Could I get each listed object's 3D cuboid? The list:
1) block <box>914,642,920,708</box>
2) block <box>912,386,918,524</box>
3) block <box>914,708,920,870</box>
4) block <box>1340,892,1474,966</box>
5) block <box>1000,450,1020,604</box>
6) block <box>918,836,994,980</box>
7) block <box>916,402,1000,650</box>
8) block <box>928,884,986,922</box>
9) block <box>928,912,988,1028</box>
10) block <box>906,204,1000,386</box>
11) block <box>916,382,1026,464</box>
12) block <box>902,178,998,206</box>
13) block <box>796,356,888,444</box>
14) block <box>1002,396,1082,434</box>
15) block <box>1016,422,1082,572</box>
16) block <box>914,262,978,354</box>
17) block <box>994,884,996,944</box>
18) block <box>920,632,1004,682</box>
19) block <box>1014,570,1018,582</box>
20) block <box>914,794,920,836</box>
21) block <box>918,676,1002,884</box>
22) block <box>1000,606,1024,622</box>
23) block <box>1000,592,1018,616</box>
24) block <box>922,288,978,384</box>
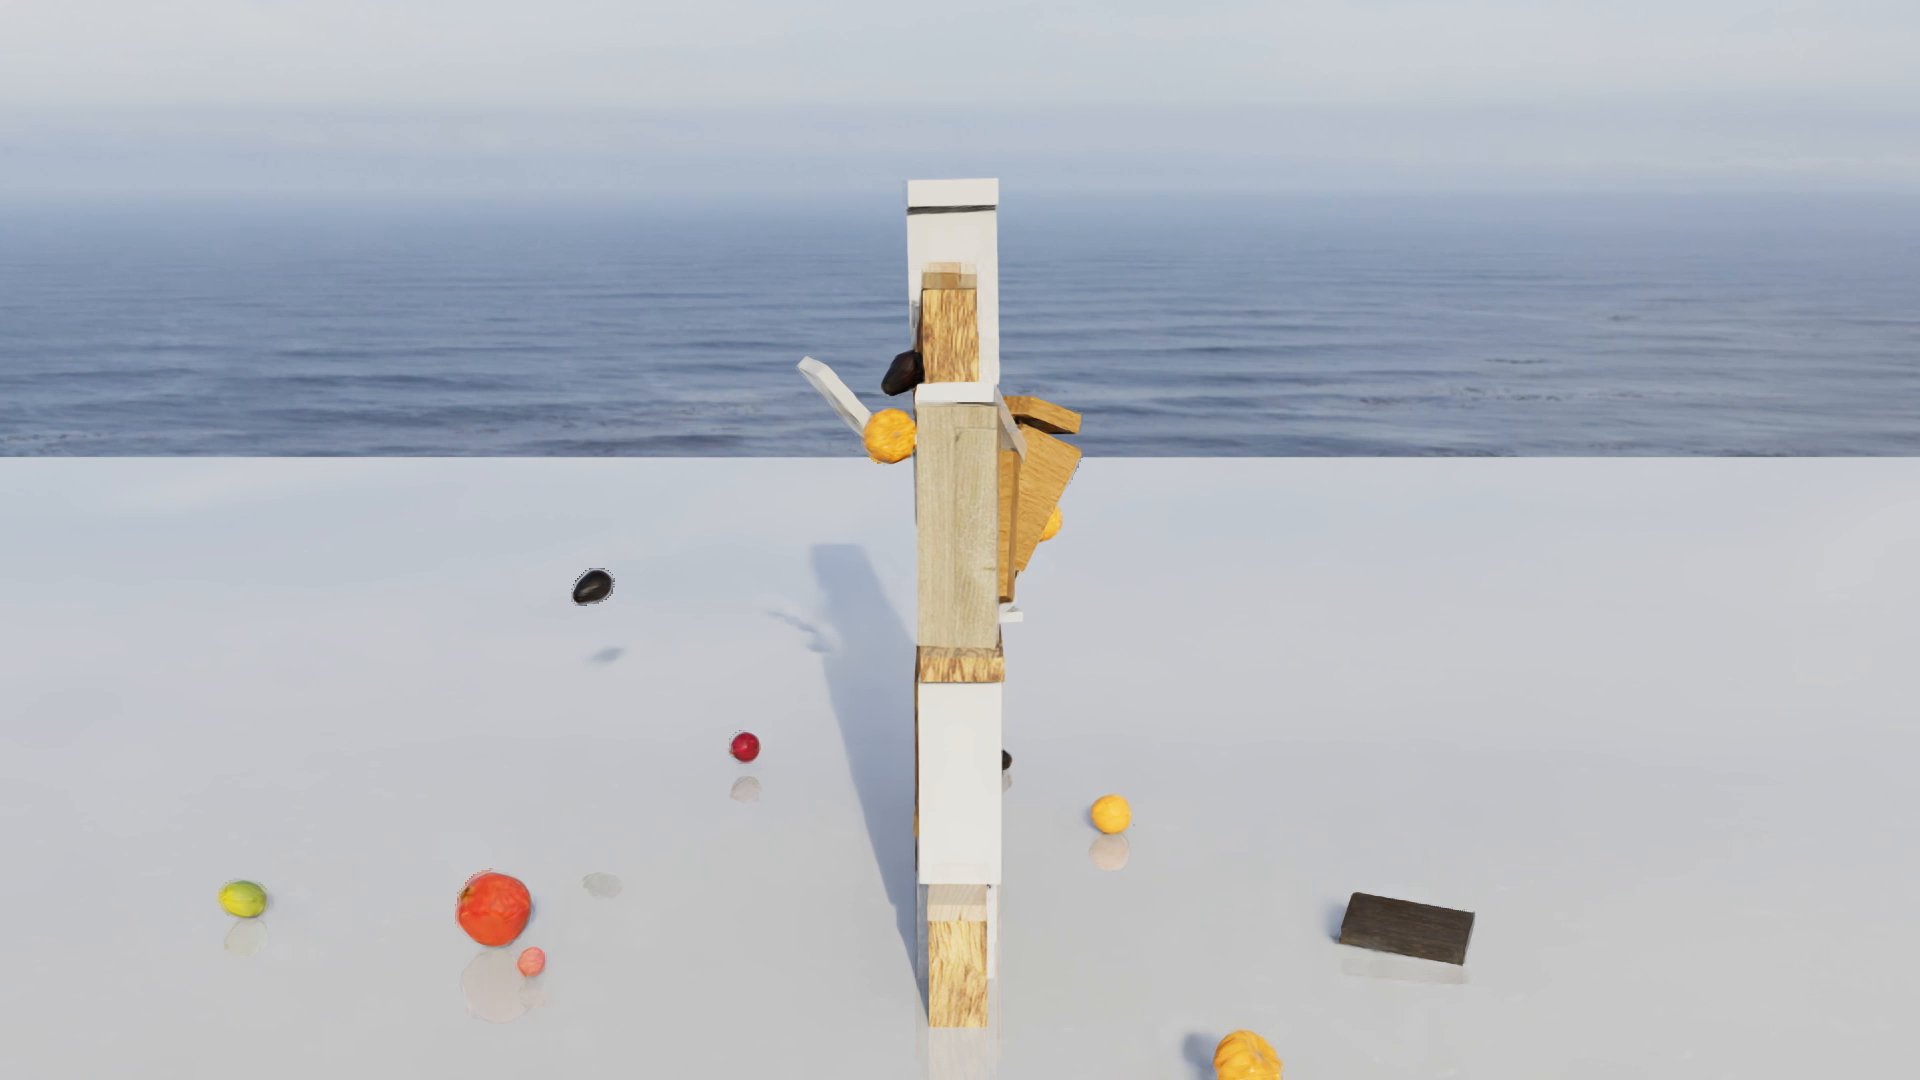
[{"bbox_3d":[-0.004,0.234,3.844,0.148,0.042,0.297,0,11,0],"label":"block"},{"bbox_3d":[-0.011,-0.313,3.916,0.149,0.567,0.042,-1,11,1],"label":"block"},{"bbox_3d":[-0.003,0.419,3.777,0.148,0.297,0.042,0,11,0],"label":"block"},{"bbox_3d":[0.694,0.602,3.412,0.190,0.027,0.095,7,32,20],"label":"block"},{"bbox_3d":[0.026,-0.017,3.227,0.112,0.225,0.032,-4,-20,20],"label":"block"},{"bbox_3d":[-0.006,0.543,3.291,0.114,0.229,0.032,0,12,-1],"label":"block"},{"bbox_3d":[-0.002,-0.019,3.103,0.112,0.345,0.032,2,12,9],"label":"block"},{"bbox_3d":[-0.003,0.506,3.154,0.082,0.023,0.165,0,10,1],"label":"block"},{"bbox_3d":[-0.003,0.609,3.117,0.082,0.165,0.023,0,11,0],"label":"block"},{"bbox_3d":[-0.010,-0.413,3.708,0.149,0.298,0.042,-1,14,2],"label":"block"},{"bbox_3d":[0.018,-0.168,3.195,0.113,0.032,0.225,-1,-21,14],"label":"block"},{"bbox_3d":[-0.020,-0.596,3.762,0.149,0.042,0.298,-2,10,-3],"label":"block"},{"bbox_3d":[-0.201,-0.239,3.763,0.025,0.175,0.087,-47,31,-9],"label":"block"},{"bbox_3d":[0.080,-0.192,3.375,0.102,0.029,0.204,18,-8,-37],"label":"block"},{"bbox_3d":[0.093,-0.065,3.329,0.102,0.204,0.029,25,5,-16],"label":"block"},{"bbox_3d":[-0.023,-0.375,3.566,0.087,0.175,0.025,2,47,-6],"label":"block"},{"bbox_3d":[0.000,0.516,3.439,0.114,0.229,0.032,0,11,1],"label":"block"},{"bbox_3d":[0.002,0.159,3.178,0.117,0.033,0.234,0,11,-1],"label":"block"},{"bbox_3d":[0.065,-0.028,3.477,0.095,0.190,0.027,24,-30,-10],"label":"block"},{"bbox_3d":[-0.005,0.401,3.342,0.114,0.032,0.229,1,10,3],"label":"block"},{"bbox_3d":[0.001,0.341,3.136,0.117,0.307,0.033,0,13,2],"label":"block"},{"bbox_3d":[0.049,0.103,3.267,0.053,0.015,0.115,-3,11,-20],"label":"block"},{"bbox_3d":[0.037,0.102,3.199,0.053,0.015,0.105,1,22,30],"label":"block"},{"bbox_3d":[-0.014,-0.269,3.530,0.087,0.266,0.025,-1,11,-1],"label":"block"}]
